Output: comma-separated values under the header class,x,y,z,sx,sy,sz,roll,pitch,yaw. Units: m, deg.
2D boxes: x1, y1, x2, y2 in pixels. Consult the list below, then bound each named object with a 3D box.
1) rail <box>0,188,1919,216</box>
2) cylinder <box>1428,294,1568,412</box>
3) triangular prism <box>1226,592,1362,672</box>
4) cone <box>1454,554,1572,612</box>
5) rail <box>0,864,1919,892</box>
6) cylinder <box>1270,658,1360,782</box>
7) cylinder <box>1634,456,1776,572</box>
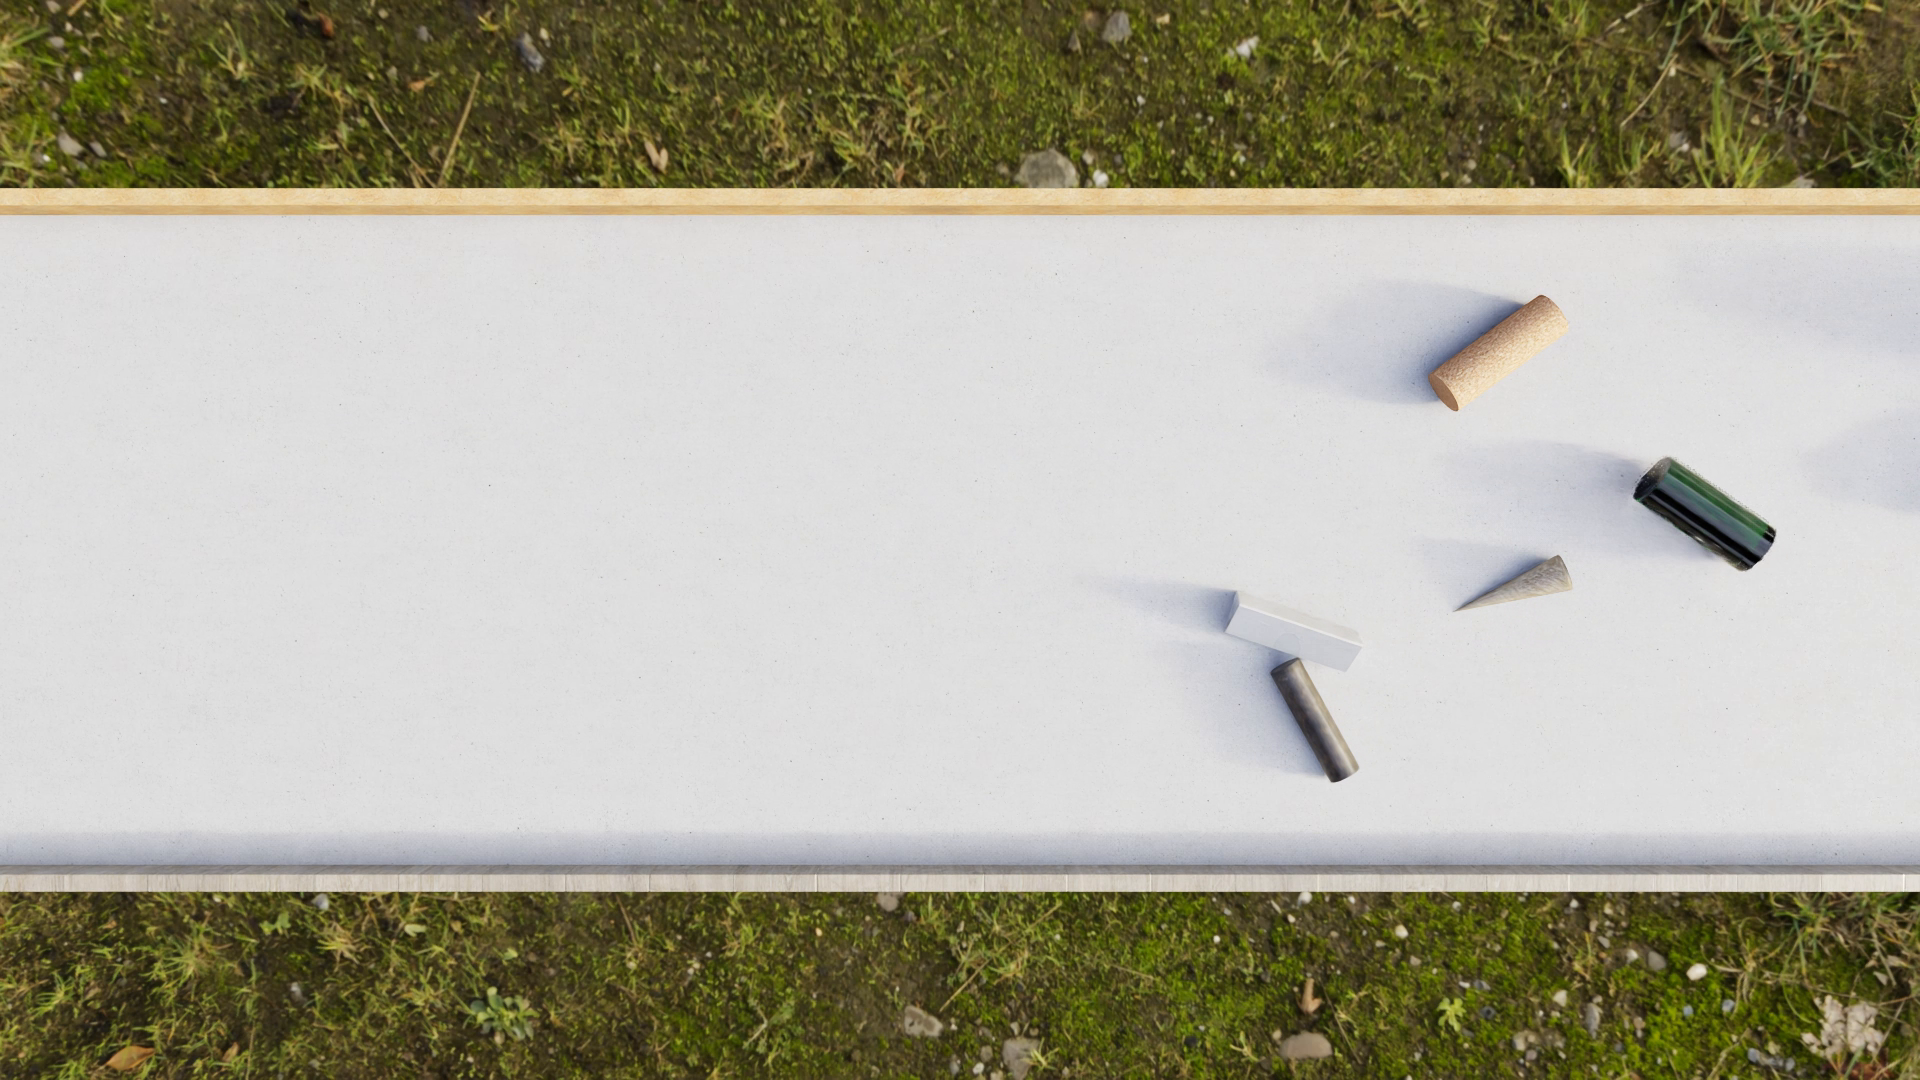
class,x,y,z,sx,sy,sz,roll,pitch,yaw
rail,-2.247,-1.025,5.002,12.000,0.150,0.050,0,90,0
cylinder,1.633,-0.567,5.006,0.409,0.142,0.142,-36,90,0
triangular prism,1.019,0.268,5.001,0.390,0.116,0.134,19,76,0
cone,1.677,0.161,5.048,0.356,0.116,0.116,-21,90,9
rail,-2.247,1.025,5.001,12.000,0.150,0.050,0,90,0
cylinder,1.081,0.549,5.026,0.100,0.100,0.381,-29,90,0
cylinder,2.255,-0.079,4.996,0.381,0.161,0.161,34,90,0
